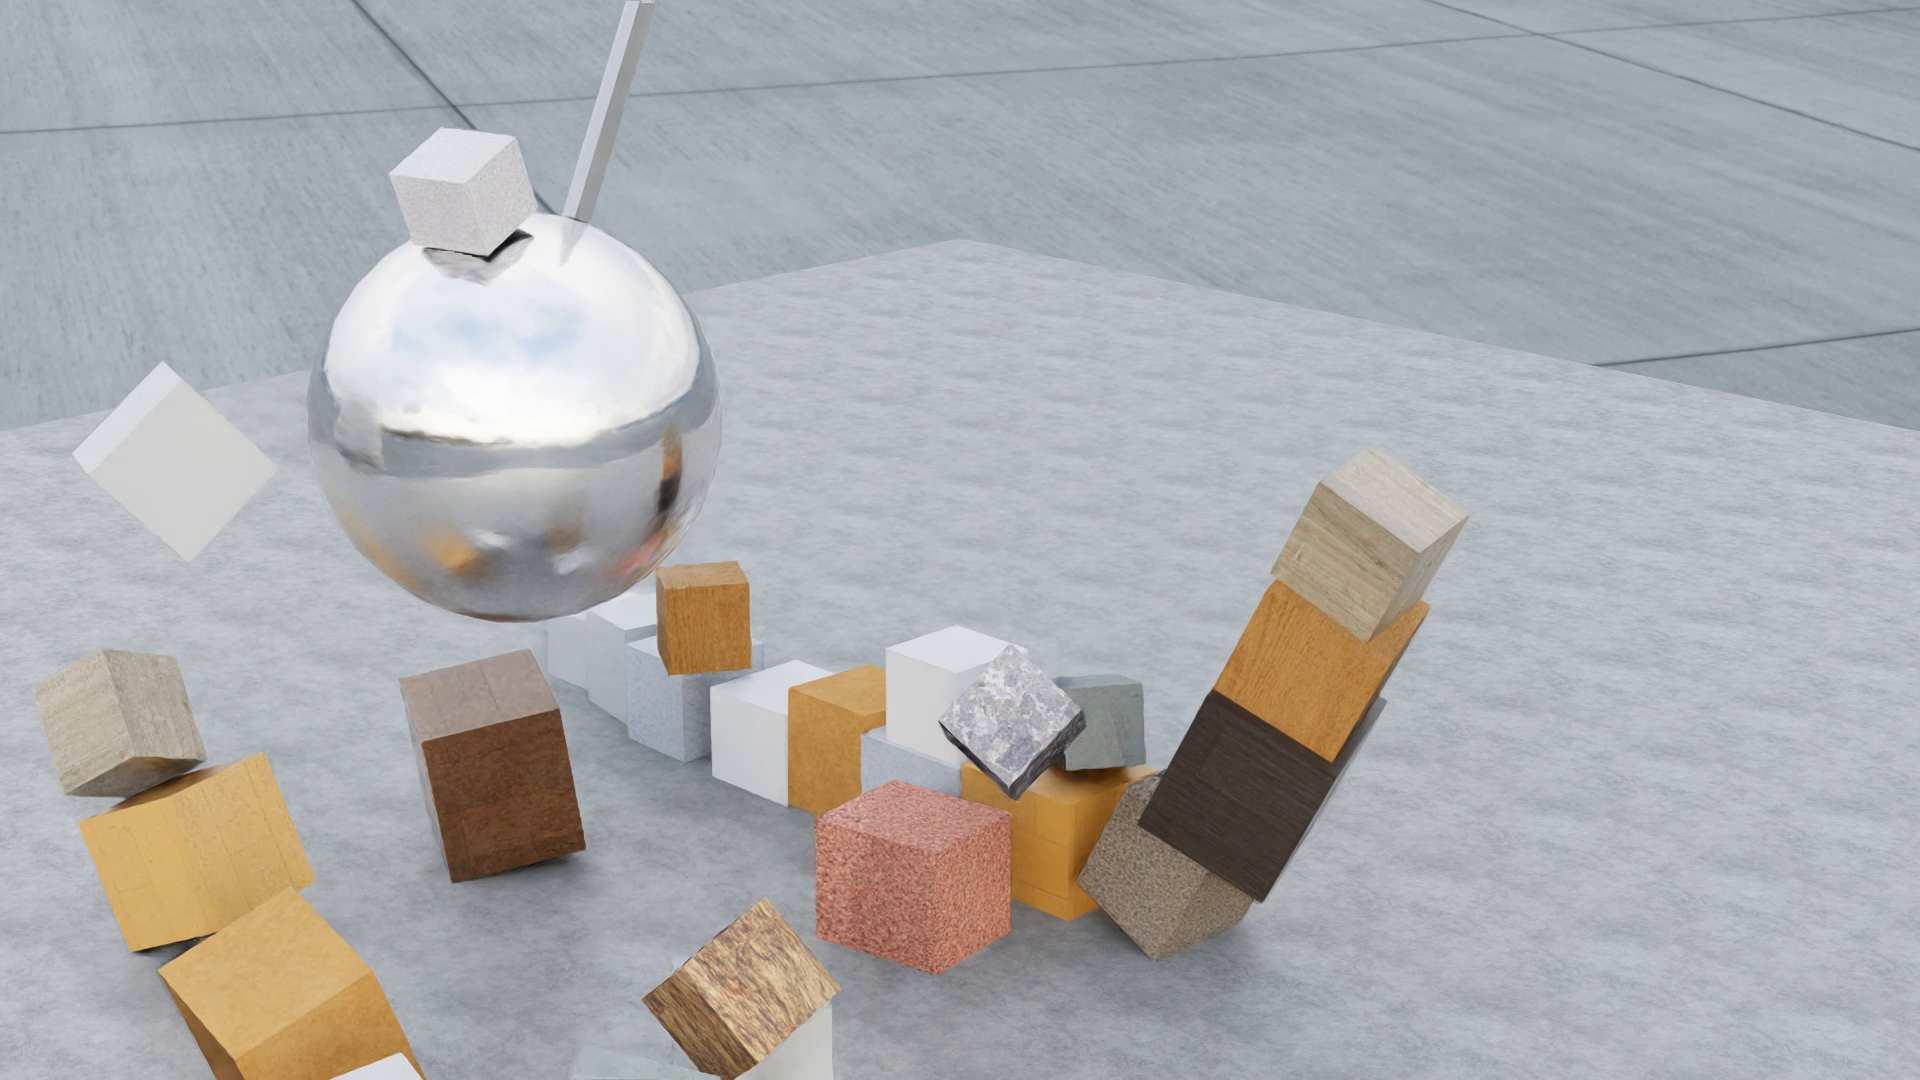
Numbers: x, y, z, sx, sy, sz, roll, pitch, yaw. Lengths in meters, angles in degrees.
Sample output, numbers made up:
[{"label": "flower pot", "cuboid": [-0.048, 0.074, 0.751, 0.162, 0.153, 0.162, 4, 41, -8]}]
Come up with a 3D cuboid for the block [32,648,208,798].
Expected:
[{"label": "block", "cuboid": [-3.703, 0.814, 12.935, 0.415, 0.510, 0.487, -28, -17, 20]}]

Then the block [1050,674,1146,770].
[{"label": "block", "cuboid": [0.592, 0.814, 13.147, 0.367, 0.364, 0.418, -3, 4, -12]}]

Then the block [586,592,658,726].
[{"label": "block", "cuboid": [-1.637, 0.616, 15.508, 0.521, 0.525, 0.457, -11, 21, -31]}]

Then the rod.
[{"label": "rod", "cuboid": [-0.746, -3.735, 11.386, 0.080, 5.200, 0.080, 17, 0, 42]}]

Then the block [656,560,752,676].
[{"label": "block", "cuboid": [-1.282, 0.388, 14.641, 0.416, 0.447, 0.386, -4, 17, -12]}]

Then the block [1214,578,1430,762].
[{"label": "block", "cuboid": [1.472, 0.435, 11.917, 0.565, 0.541, 0.543, 32, 36, 10]}]

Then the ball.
[{"label": "ball", "cuboid": [-1.721, -0.477, 11.387, 1.600, 1.600, 1.600, 0, 17, 0]}]

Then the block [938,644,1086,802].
[{"label": "block", "cuboid": [0.226, 0.786, 12.581, 0.417, 0.450, 0.434, 42, -7, 13]}]

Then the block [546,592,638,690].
[{"label": "block", "cuboid": [-1.905, 0.549, 15.946, 0.474, 0.391, 0.492, -16, 23, -41]}]

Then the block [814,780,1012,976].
[{"label": "block", "cuboid": [-0.203, 1.459, 12.762, 0.645, 0.563, 0.556, 12, 21, 34]}]

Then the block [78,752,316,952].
[{"label": "block", "cuboid": [-3.293, 1.347, 12.660, 0.658, 0.609, 0.545, -16, 7, 37]}]

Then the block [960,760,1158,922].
[{"label": "block", "cuboid": [0.448, 1.290, 13.315, 0.583, 0.554, 0.673, -16, 24, -42]}]

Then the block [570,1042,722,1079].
[{"label": "block", "cuboid": [-1.139, 2.139, 10.238, 0.497, 0.530, 0.461, 13, 52, 6]}]

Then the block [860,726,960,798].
[{"label": "block", "cuboid": [-0.042, 1.167, 13.745, 0.636, 0.532, 0.555, 17, 24, 42]}]

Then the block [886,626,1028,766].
[{"label": "block", "cuboid": [-0.016, 0.713, 13.554, 0.466, 0.448, 0.460, 17, 24, 42]}]

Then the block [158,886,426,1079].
[{"label": "block", "cuboid": [-2.500, 1.845, 11.023, 0.579, 0.637, 0.726, -33, 37, -23]}]

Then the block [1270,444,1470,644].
[{"label": "block", "cuboid": [1.631, 0.013, 11.668, 0.484, 0.482, 0.470, 37, 37, 17]}]

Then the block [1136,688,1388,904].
[{"label": "block", "cuboid": [1.265, 0.932, 12.275, 0.617, 0.752, 0.658, 32, 36, 10]}]

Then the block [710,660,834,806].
[{"label": "block", "cuboid": [-0.838, 0.949, 14.537, 0.569, 0.472, 0.549, -17, 24, -42]}]

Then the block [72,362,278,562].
[{"label": "block", "cuboid": [-2.858, -0.289, 10.683, 0.469, 0.479, 0.430, -48, 26, -8]}]

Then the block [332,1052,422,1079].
[{"label": "block", "cuboid": [-2.056, 2.204, 10.245, 0.474, 0.458, 0.536, -16, 51, -42]}]

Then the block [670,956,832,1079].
[{"label": "block", "cuboid": [-0.800, 1.945, 11.251, 0.534, 0.542, 0.560, -4, 18, -12]}]

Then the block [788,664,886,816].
[{"label": "block", "cuboid": [-0.450, 1.002, 14.143, 0.529, 0.596, 0.535, -15, 23, -43]}]

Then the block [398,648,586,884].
[{"label": "block", "cuboid": [-2.177, 1.039, 13.625, 0.630, 0.728, 0.745, -13, 23, -14]}]

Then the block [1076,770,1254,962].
[{"label": "block", "cuboid": [0.981, 1.362, 12.726, 0.607, 0.598, 0.515, -18, 53, -44]}]

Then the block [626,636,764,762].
[{"label": "block", "cuboid": [-1.353, 0.772, 15.036, 0.534, 0.512, 0.466, -16, 23, -40]}]

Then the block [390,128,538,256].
[{"label": "block", "cuboid": [-1.842, -1.297, 10.895, 0.353, 0.312, 0.331, 11, 43, 28]}]

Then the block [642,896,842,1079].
[{"label": "block", "cuboid": [-0.791, 1.637, 10.563, 0.424, 0.429, 0.488, -39, -3, -31]}]
